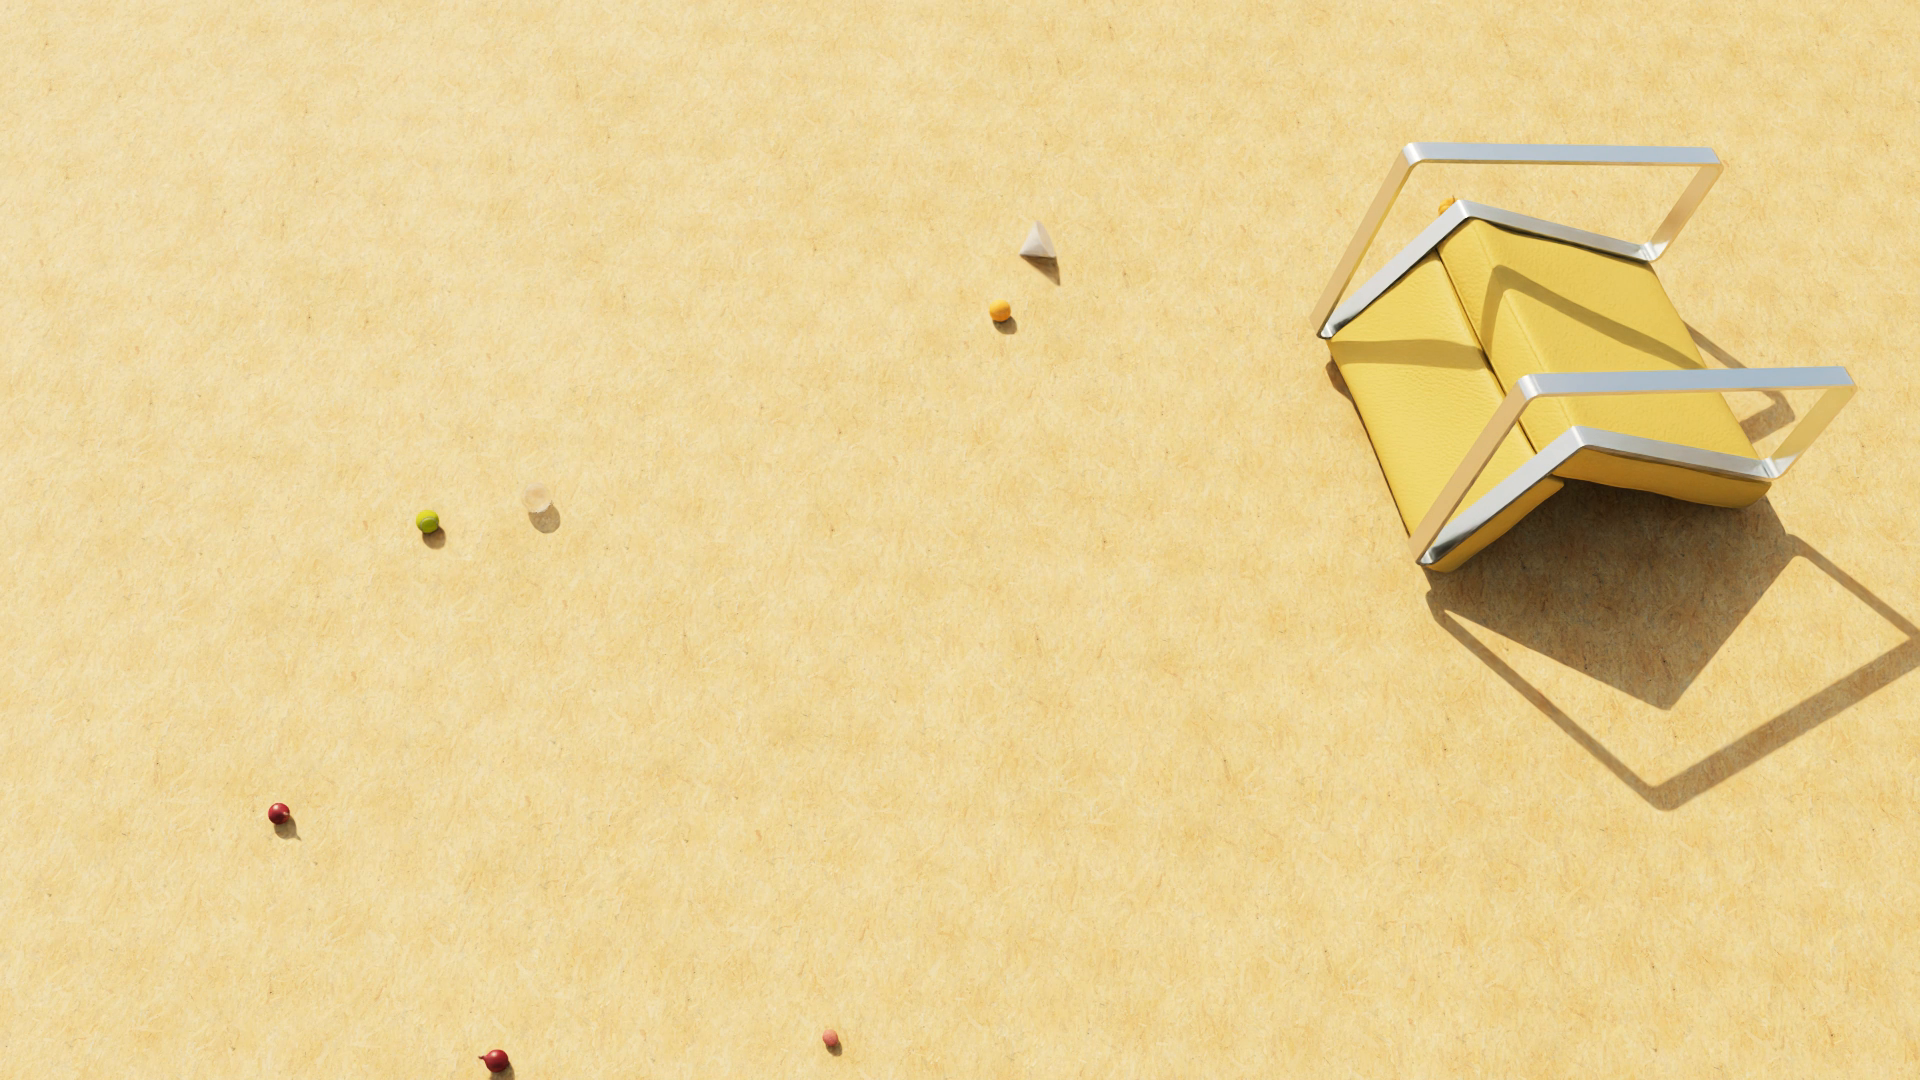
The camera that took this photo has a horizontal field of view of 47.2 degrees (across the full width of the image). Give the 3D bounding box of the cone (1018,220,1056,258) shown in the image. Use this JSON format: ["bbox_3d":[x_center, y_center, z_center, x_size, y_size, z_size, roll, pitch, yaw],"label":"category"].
[{"bbox_3d":[0.235,-0.958,7.184,0.107,0.116,0.176,-29,36,18],"label":"cone"}]

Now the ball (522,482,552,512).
[{"bbox_3d":[-1.273,-0.129,6.607,0.089,0.089,0.089,0,56,0],"label":"ball"}]
